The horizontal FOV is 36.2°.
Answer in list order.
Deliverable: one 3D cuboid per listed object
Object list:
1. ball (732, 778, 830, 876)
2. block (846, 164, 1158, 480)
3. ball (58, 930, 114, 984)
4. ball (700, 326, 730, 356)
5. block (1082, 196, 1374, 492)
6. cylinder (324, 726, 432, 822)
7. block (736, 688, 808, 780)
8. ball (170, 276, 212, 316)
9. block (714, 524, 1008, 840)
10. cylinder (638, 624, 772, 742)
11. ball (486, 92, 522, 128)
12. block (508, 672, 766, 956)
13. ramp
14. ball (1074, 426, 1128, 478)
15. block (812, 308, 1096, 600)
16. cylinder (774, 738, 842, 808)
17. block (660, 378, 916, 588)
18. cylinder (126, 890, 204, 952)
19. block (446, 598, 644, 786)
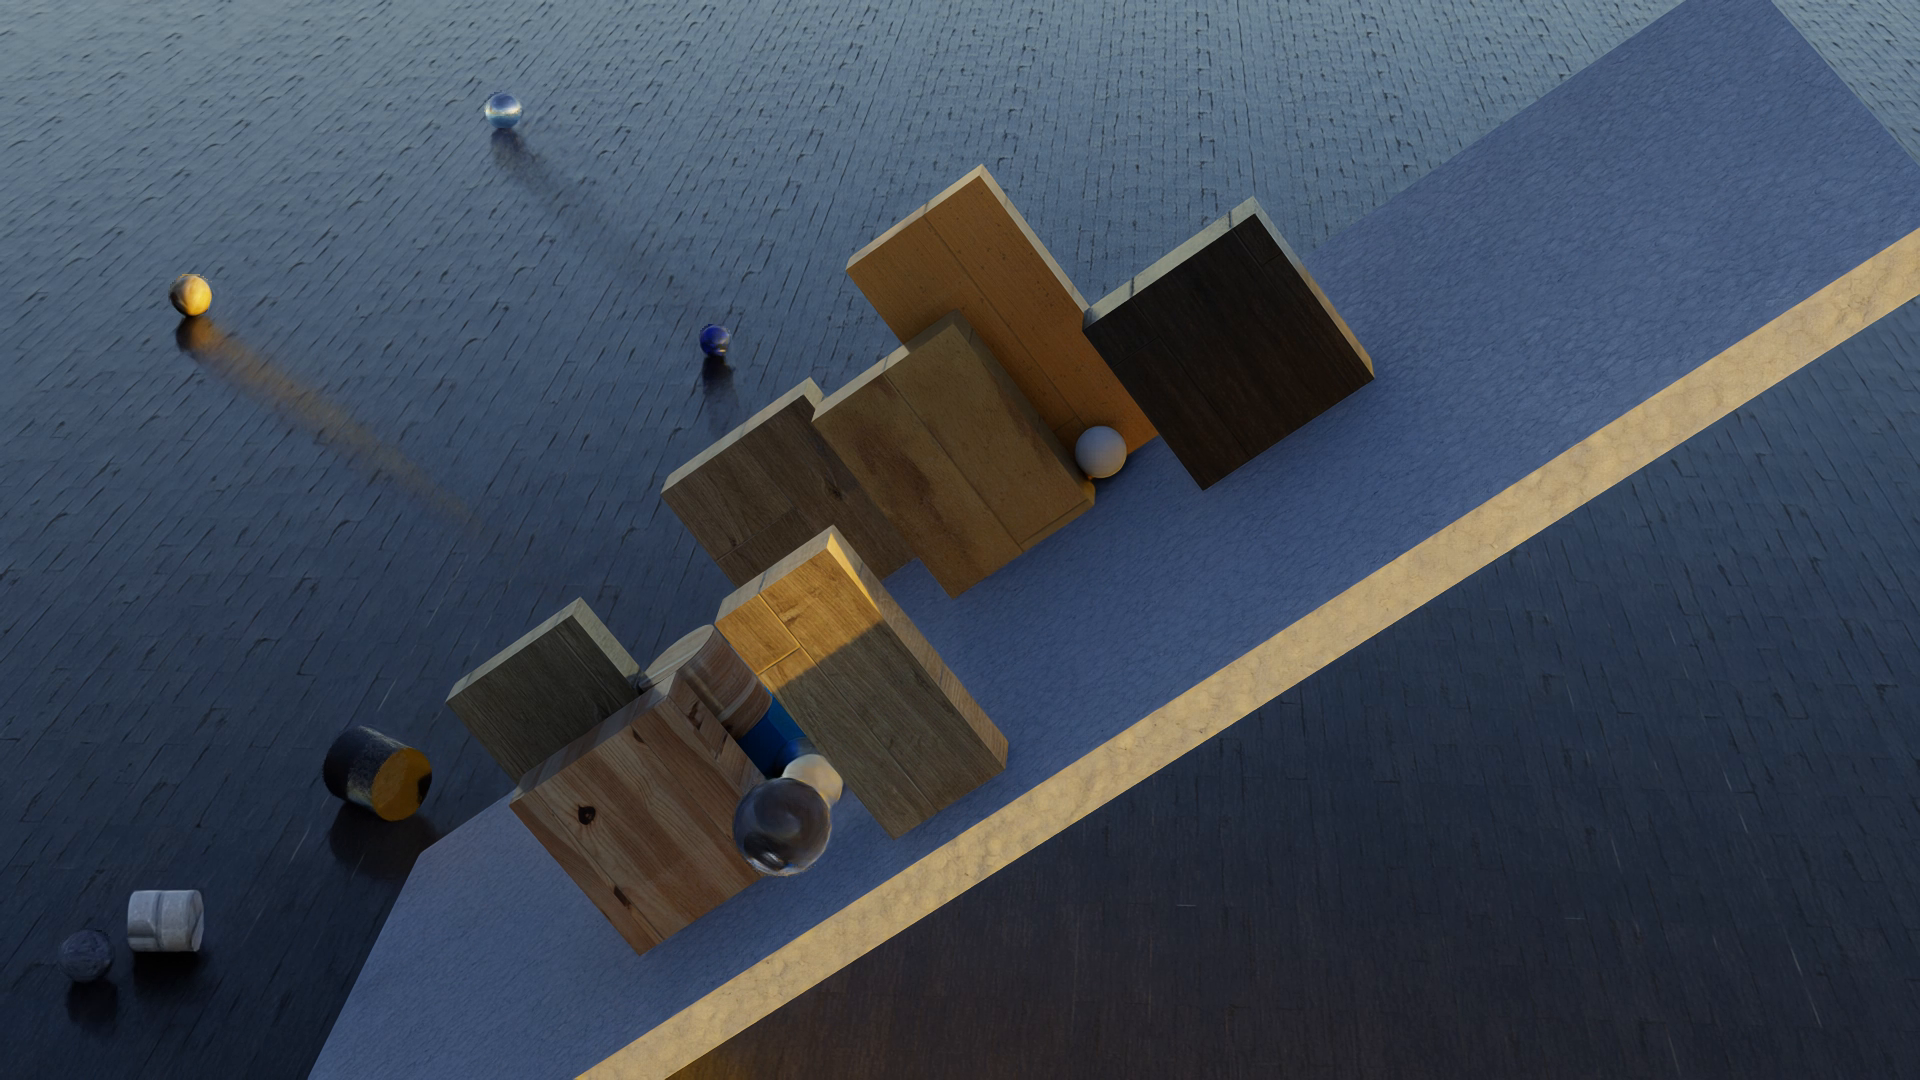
[{"bbox_3d":[-0.348,0.560,5.757,0.191,0.191,0.191,0,22,0],"label":"ball"},{"bbox_3d":[0.111,-0.443,6.594,0.371,0.715,0.098,-34,16,16],"label":"block"},{"bbox_3d":[-2.172,1.036,7.313,0.132,0.132,0.132,0,22,0],"label":"ball"},{"bbox_3d":[-0.983,-0.798,11.801,0.125,0.125,0.125,0,22,0],"label":"ball"},{"bbox_3d":[0.549,-0.400,6.031,0.424,0.427,0.131,-34,16,16],"label":"block"},{"bbox_3d":[-1.616,0.648,8.159,0.210,0.210,0.210,18,28,37],"label":"cylinder"},{"bbox_3d":[-0.411,0.457,6.183,0.195,0.195,0.195,-34,16,15],"label":"block"},{"bbox_3d":[-3.212,-1.020,12.285,0.168,0.168,0.168,0,22,0],"label":"ball"},{"bbox_3d":[-0.181,0.271,5.531,0.265,0.550,0.116,-34,16,16],"label":"block"},{"bbox_3d":[-0.529,0.315,6.115,0.197,0.197,0.197,-35,16,11],"label":"cylinder"},{"bbox_3d":[-2.357,-2.216,15.183,0.185,0.185,0.185,0,22,0],"label":"ball"},{"bbox_3d":[-0.610,0.555,5.935,0.407,0.418,0.136,-34,16,16],"label":"block"},{"bbox_3d":[0.131,0.178,6.317,4.000,0.100,2.000,-34,16,16],"label":"ramp"},{"bbox_3d":[0.314,-0.197,6.563,0.117,0.117,0.117,0,22,0],"label":"ball"},{"bbox_3d":[-0.012,-0.188,6.516,0.390,0.518,0.114,-34,16,16],"label":"block"},{"bbox_3d":[-0.312,0.482,6.014,0.129,0.129,0.129,-3,10,-8],"label":"cylinder"},{"bbox_3d":[-0.394,-0.066,7.093,0.439,0.484,0.127,-34,16,16],"label":"block"},{"bbox_3d":[-2.013,0.966,7.453,0.156,0.156,0.156,-1,22,-2],"label":"cylinder"},{"bbox_3d":[-0.750,0.455,6.189,0.346,0.601,0.094,-34,16,16],"label":"block"}]
